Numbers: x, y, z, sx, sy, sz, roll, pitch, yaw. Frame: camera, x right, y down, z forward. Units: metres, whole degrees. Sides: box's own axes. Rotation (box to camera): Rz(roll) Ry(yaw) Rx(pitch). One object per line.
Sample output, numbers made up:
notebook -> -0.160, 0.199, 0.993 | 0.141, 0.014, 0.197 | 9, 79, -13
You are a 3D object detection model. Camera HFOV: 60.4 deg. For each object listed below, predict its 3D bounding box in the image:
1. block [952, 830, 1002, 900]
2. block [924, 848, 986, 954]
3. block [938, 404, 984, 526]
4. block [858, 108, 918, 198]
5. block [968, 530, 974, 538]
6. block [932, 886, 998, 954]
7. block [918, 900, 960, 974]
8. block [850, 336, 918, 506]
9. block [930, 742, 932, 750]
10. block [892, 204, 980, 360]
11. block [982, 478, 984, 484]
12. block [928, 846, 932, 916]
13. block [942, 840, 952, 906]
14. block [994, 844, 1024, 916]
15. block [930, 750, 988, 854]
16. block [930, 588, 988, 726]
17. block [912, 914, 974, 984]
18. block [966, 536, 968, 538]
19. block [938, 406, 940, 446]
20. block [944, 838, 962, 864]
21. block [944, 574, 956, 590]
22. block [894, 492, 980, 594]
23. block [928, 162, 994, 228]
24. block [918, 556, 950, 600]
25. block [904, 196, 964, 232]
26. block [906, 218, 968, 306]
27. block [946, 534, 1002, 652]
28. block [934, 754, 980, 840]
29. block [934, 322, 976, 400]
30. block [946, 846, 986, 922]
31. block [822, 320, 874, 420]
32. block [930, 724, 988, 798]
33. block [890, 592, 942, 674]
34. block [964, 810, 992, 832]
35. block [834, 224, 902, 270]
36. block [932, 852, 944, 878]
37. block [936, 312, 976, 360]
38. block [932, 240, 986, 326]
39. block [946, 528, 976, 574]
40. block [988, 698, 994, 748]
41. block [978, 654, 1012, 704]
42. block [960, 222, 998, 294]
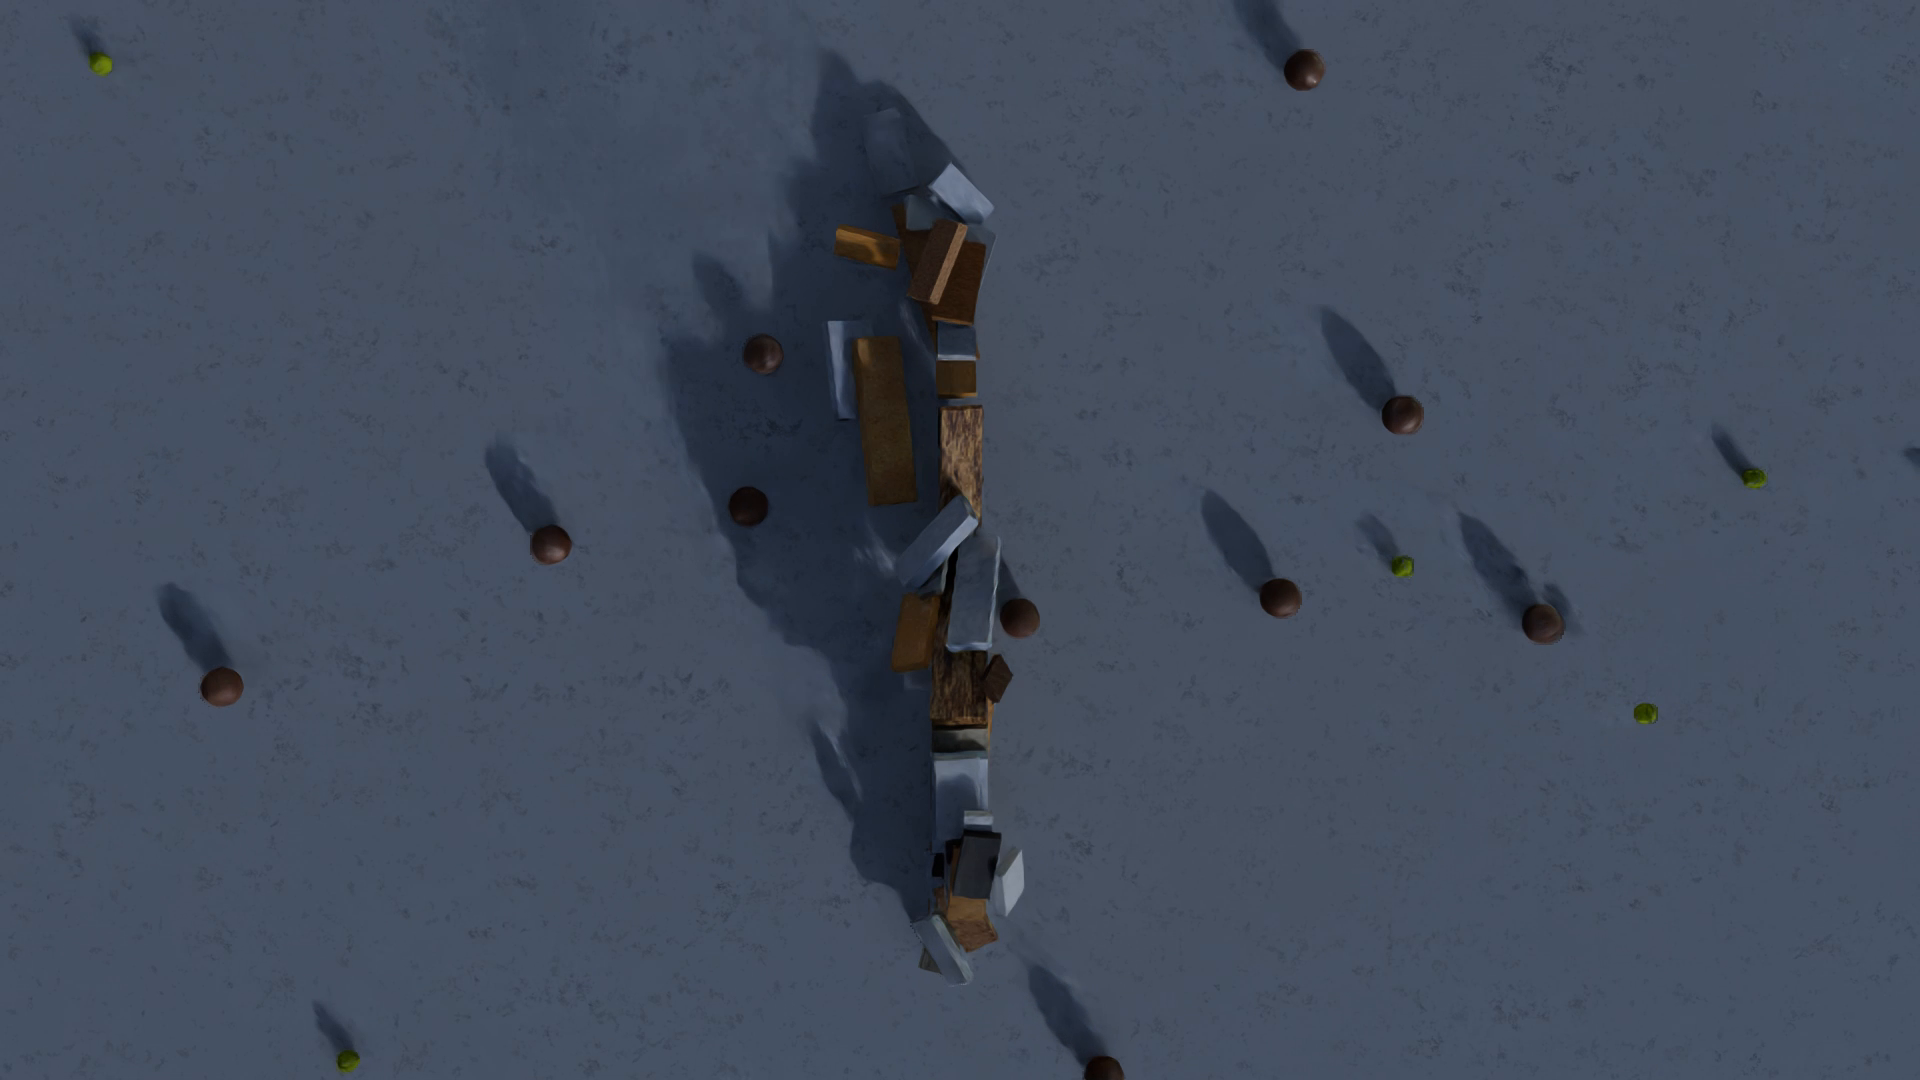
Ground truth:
block -> 0.050, 0.992, 5.038 | 0.114, 0.032, 0.236 | 7, 118, -6
block -> -0.014, 1.183, 5.427 | 0.173, 0.049, 0.346 | -5, 90, 0
block -> 0.002, -0.234, 5.312 | 0.135, 0.038, 0.406 | -4, 114, -10
block -> -0.239, -1.286, 5.481 | 0.135, 0.038, 0.270 | -16, 90, 0
block -> 0.007, -0.049, 5.460 | 0.069, 0.020, 0.138 | -6, 63, 1
block -> 0.018, 1.210, 5.333 | 0.114, 0.032, 0.229 | -28, 93, 15
block -> -0.051, 1.295, 5.384 | 0.117, 0.033, 0.233 | 15, 91, 0
block -> -0.248, -0.392, 5.434 | 0.161, 0.046, 0.549 | -6, 90, -31
block -> -0.006, 0.579, 5.427 | 0.166, 0.047, 0.331 | 4, 72, 0
block -> -0.081, -0.853, 5.481 | 0.135, 0.038, 0.563 | -17, 90, 0
block -> 0.027, -0.152, 5.471 | 0.069, 0.020, 0.138 | 18, 77, 9
block -> -0.013, 0.989, 5.476 | 0.173, 0.049, 0.724 | 1, 90, 0
block -> 0.007, 1.032, 5.181 | 0.114, 0.032, 0.229 | -2, 95, -5
block -> 0.153, 1.055, 5.102 | 0.032, 0.229, 0.114 | 22, 53, 24
block -> -0.003, 0.821, 5.169 | 0.172, 0.049, 0.344 | -2, 116, -6
block -> 0.000, 0.363, 5.202 | 0.172, 0.049, 0.466 | -3, 56, 6
block -> -0.054, 1.318, 5.311 | 0.033, 0.117, 0.233 | -31, 92, -37
block -> -0.009, -0.077, 5.435 | 0.069, 0.020, 0.138 | -3, 77, 5
block -> -0.006, -0.342, 5.384 | 0.128, 0.256, 0.036 | -2, 55, 0
block -> 0.008, 0.891, 5.125 | 0.114, 0.032, 0.229 | -5, 101, -5
block -> -0.005, 0.222, 5.356 | 0.112, 0.032, 0.224 | -4, 70, 6
block -> -0.078, 0.011, 5.295 | 0.046, 0.161, 0.321 | 35, 105, -28
block -> 0.005, -1.130, 5.436 | 0.213, 0.030, 0.107 | 42, 80, -23
block -> -0.084, 0.112, 5.294 | 0.086, 0.171, 0.024 | -21, 129, 26
block -> -0.081, -1.072, 5.432 | 0.213, 0.030, 0.107 | -2, 90, -31
block -> -0.075, -0.901, 5.336 | 0.038, 0.135, 0.270 | 19, 94, -38
block -> 0.047, 0.167, 5.261 | 0.132, 0.037, 0.434 | -5, 49, 14
block -> -0.009, 0.788, 5.055 | 0.132, 0.037, 0.265 | -4, 107, -5
block -> -0.016, -0.590, 5.404 | 0.128, 0.036, 0.257 | -3, 72, 0
block -> 0.026, 1.068, 5.122 | 0.114, 0.032, 0.229 | 4, 98, -7
block -> -0.354, -0.561, 5.441 | 0.161, 0.046, 0.321 | -7, 90, -29
block -> -0.004, 0.730, 5.179 | 0.172, 0.049, 0.344 | -2, 116, -6
block -> -0.141, 0.288, 5.255 | 0.132, 0.037, 0.265 | -14, 54, 35
block -> 0.054, 0.918, 5.032 | 0.086, 0.024, 0.212 | 1, 120, -2
block -> -0.305, -0.968, 5.451 | 0.213, 0.107, 0.030 | 15, 47, 0
block -> -0.015, 0.989, 5.387 | 0.117, 0.033, 0.233 | 10, 84, 1
block -> -0.011, -0.713, 5.402 | 0.128, 0.036, 0.257 | 1, 71, -3
block -> -0.003, -0.838, 5.357 | 0.135, 0.038, 0.270 | 10, 78, 1
block -> 0.003, 0.073, 5.444 | 0.112, 0.032, 0.224 | -5, 70, 3
block -> 0.013, 0.611, 5.265 | 0.166, 0.047, 0.331 | 4, 110, -6
block -> 0.112, 0.430, 5.122 | 0.024, 0.171, 0.086 | -25, 104, 25
block -> 0.018, -0.896, 5.409 | 0.135, 0.038, 0.270 | 17, 79, 3
